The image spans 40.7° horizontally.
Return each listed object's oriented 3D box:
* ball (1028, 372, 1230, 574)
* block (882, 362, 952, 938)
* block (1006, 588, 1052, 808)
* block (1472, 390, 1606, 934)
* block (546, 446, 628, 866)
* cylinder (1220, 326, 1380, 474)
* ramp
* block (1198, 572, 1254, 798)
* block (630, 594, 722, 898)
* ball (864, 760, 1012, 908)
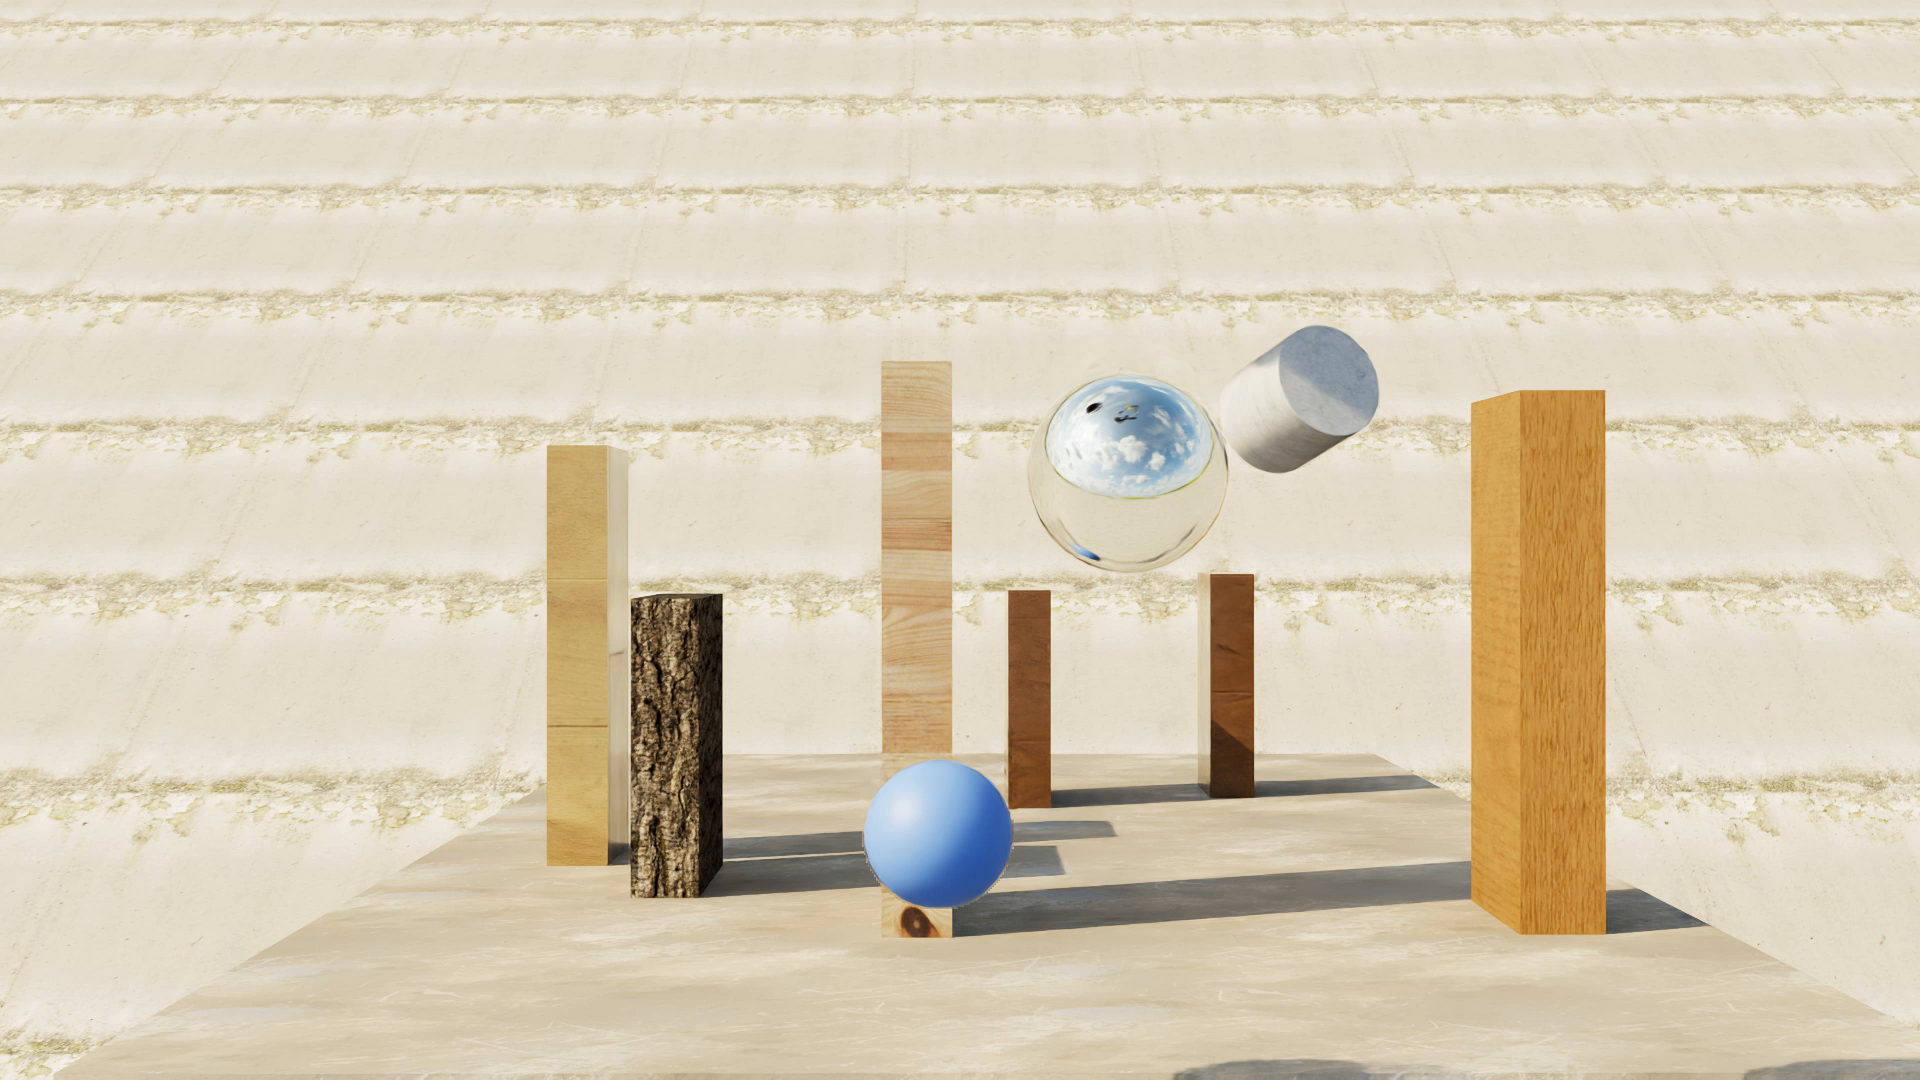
[{"bbox_3d":[0.147,-0.059,2.263,0.176,0.176,0.176,0,30,0],"label":"ball"},{"bbox_3d":[-0.060,0.151,3.760,0.097,0.795,0.383,0,0,0],"label":"block"},{"bbox_3d":[0.142,0.326,5.466,0.088,0.447,0.344,0,0,0],"label":"block"},{"bbox_3d":[0.837,0.170,3.764,0.119,0.756,0.343,0,0,0],"label":"block"},{"bbox_3d":[-0.645,0.195,4.497,0.102,0.709,0.280,0,0,0],"label":"block"},{"bbox_3d":[0.324,-0.134,2.474,0.111,0.111,0.111,-19,-8,-29],"label":"cylinder"},{"bbox_3d":[0.067,0.599,4.658,2.000,0.100,4.000,0,0,0],"label":"ramp"},{"bbox_3d":[0.580,0.311,5.660,0.094,0.477,0.293,0,0,0],"label":"block"},{"bbox_3d":[-0.453,0.320,4.168,0.104,0.459,0.409,0,0,0],"label":"block"},{"bbox_3d":[-0.021,0.283,2.491,0.143,0.143,0.143,0,30,0],"label":"ball"}]
